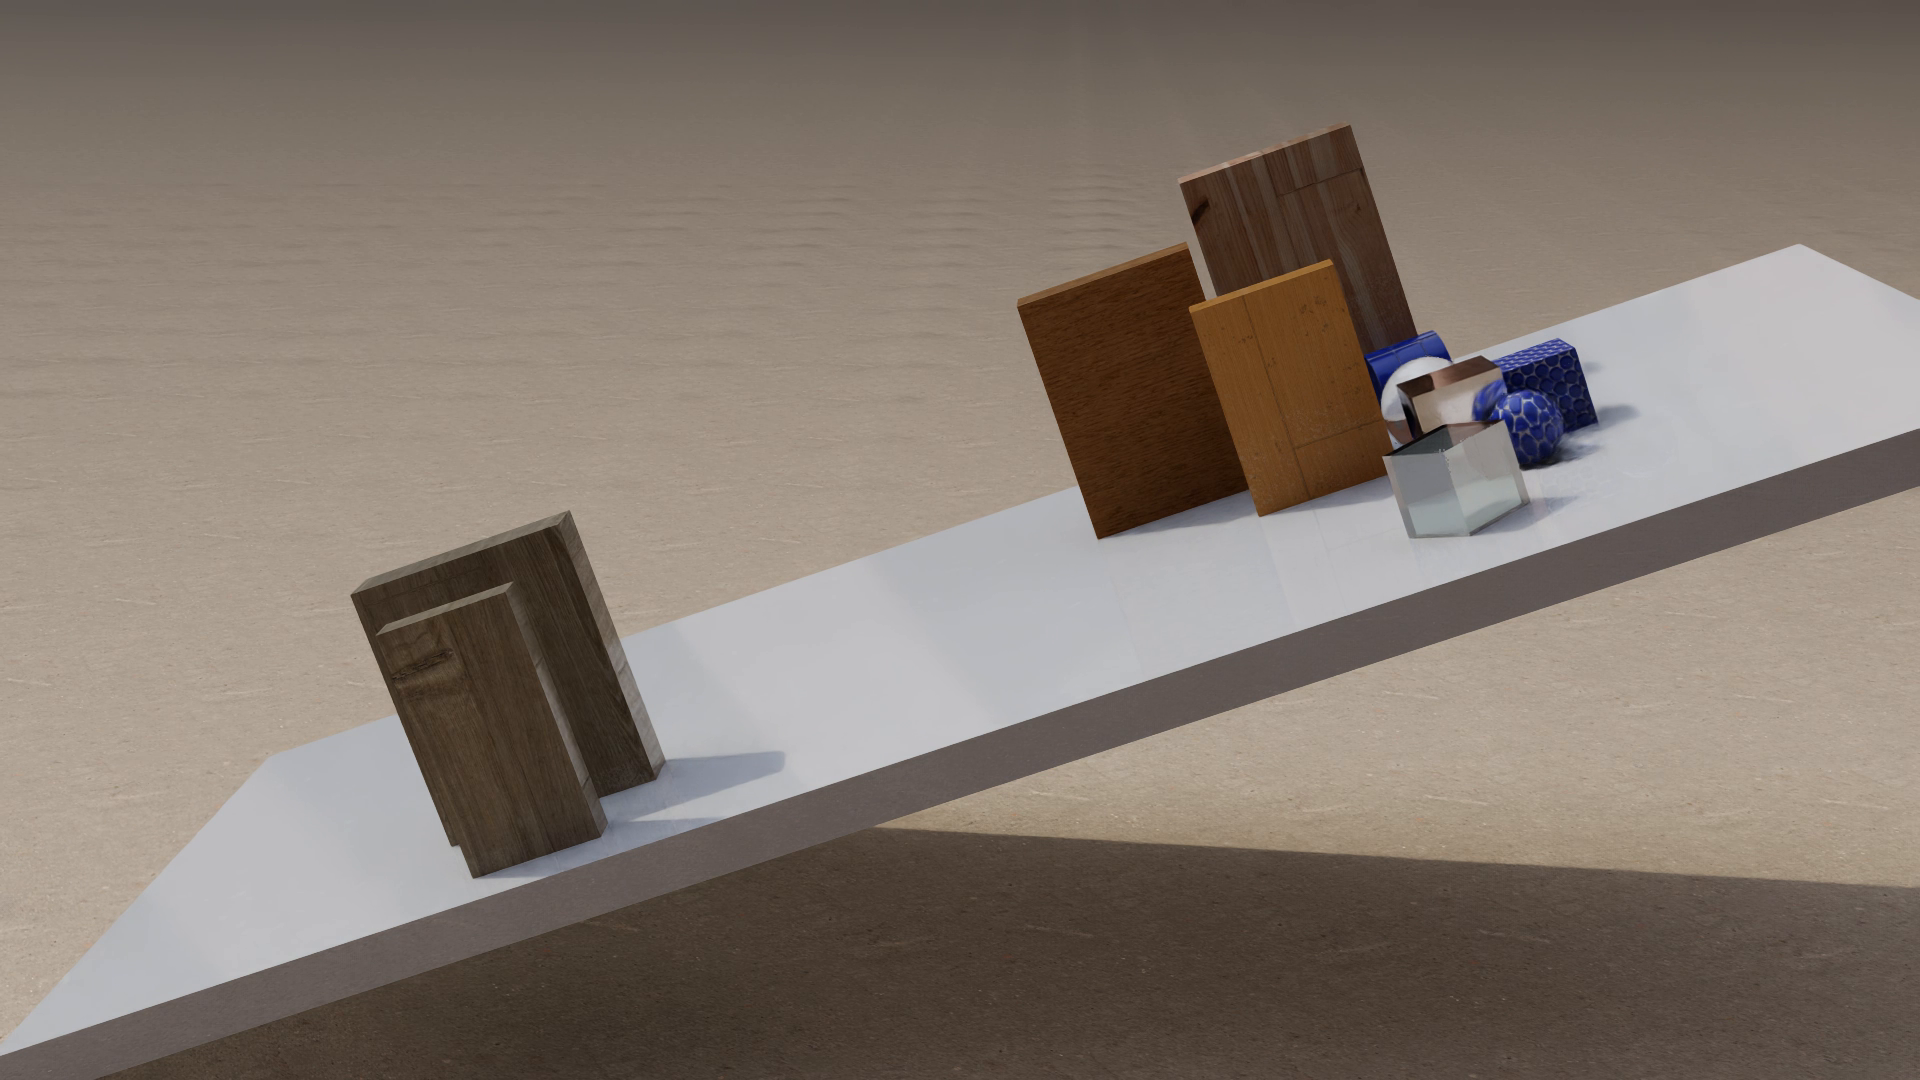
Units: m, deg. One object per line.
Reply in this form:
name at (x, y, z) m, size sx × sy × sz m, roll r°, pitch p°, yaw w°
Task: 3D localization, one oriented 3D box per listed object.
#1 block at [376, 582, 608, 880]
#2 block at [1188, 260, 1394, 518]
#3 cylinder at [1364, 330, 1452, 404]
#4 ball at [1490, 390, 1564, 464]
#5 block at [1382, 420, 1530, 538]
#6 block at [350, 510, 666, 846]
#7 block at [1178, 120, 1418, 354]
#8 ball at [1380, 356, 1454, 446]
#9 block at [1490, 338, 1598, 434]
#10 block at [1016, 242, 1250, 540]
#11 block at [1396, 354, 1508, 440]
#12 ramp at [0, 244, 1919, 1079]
block at (-0.882, 0.360, 5.560) m, size 0.261 × 0.502 × 0.089 m, roll -19°, pitch 11°, yaw 6°
block at (0.707, -0.321, 6.219) m, size 0.313 × 0.461 × 0.094 m, roll -19°, pitch 11°, yaw 6°
cylinder at (1.019, -0.367, 6.670) m, size 0.170 × 0.170 × 0.170 m, roll -20°, pitch 14°, yaw -3°
ball at (1.128, -0.226, 5.855) m, size 0.146 × 0.146 × 0.146 m, roll 0°, pitch 12°, yaw 0°
block at (0.941, -0.115, 5.577) m, size 0.169 × 0.169 × 0.169 m, roll -26°, pitch 13°, yaw -31°
block at (-0.898, 0.277, 5.873) m, size 0.440 × 0.547 × 0.137 m, roll -19°, pitch 11°, yaw 6°
block at (0.803, -0.582, 6.798) m, size 0.407 × 0.662 × 0.125 m, roll -19°, pitch 11°, yaw 6°
ball at (0.993, -0.286, 6.227) m, size 0.205 × 0.205 × 0.205 m, roll 0°, pitch 12°, yaw 0°
block at (1.199, -0.305, 6.074) m, size 0.162 × 0.162 × 0.162 m, roll -19°, pitch 11°, yaw 3°
block at (0.406, -0.333, 6.560) m, size 0.397 × 0.553 × 0.130 m, roll -19°, pitch 11°, yaw 6°
block at (1.026, -0.248, 6.032) m, size 0.187 × 0.187 × 0.187 m, roll -19°, pitch 11°, yaw 2°
ramp at (0.110, 0.179, 6.302) m, size 4.000 × 0.100 × 2.000 m, roll -19°, pitch 11°, yaw 6°
